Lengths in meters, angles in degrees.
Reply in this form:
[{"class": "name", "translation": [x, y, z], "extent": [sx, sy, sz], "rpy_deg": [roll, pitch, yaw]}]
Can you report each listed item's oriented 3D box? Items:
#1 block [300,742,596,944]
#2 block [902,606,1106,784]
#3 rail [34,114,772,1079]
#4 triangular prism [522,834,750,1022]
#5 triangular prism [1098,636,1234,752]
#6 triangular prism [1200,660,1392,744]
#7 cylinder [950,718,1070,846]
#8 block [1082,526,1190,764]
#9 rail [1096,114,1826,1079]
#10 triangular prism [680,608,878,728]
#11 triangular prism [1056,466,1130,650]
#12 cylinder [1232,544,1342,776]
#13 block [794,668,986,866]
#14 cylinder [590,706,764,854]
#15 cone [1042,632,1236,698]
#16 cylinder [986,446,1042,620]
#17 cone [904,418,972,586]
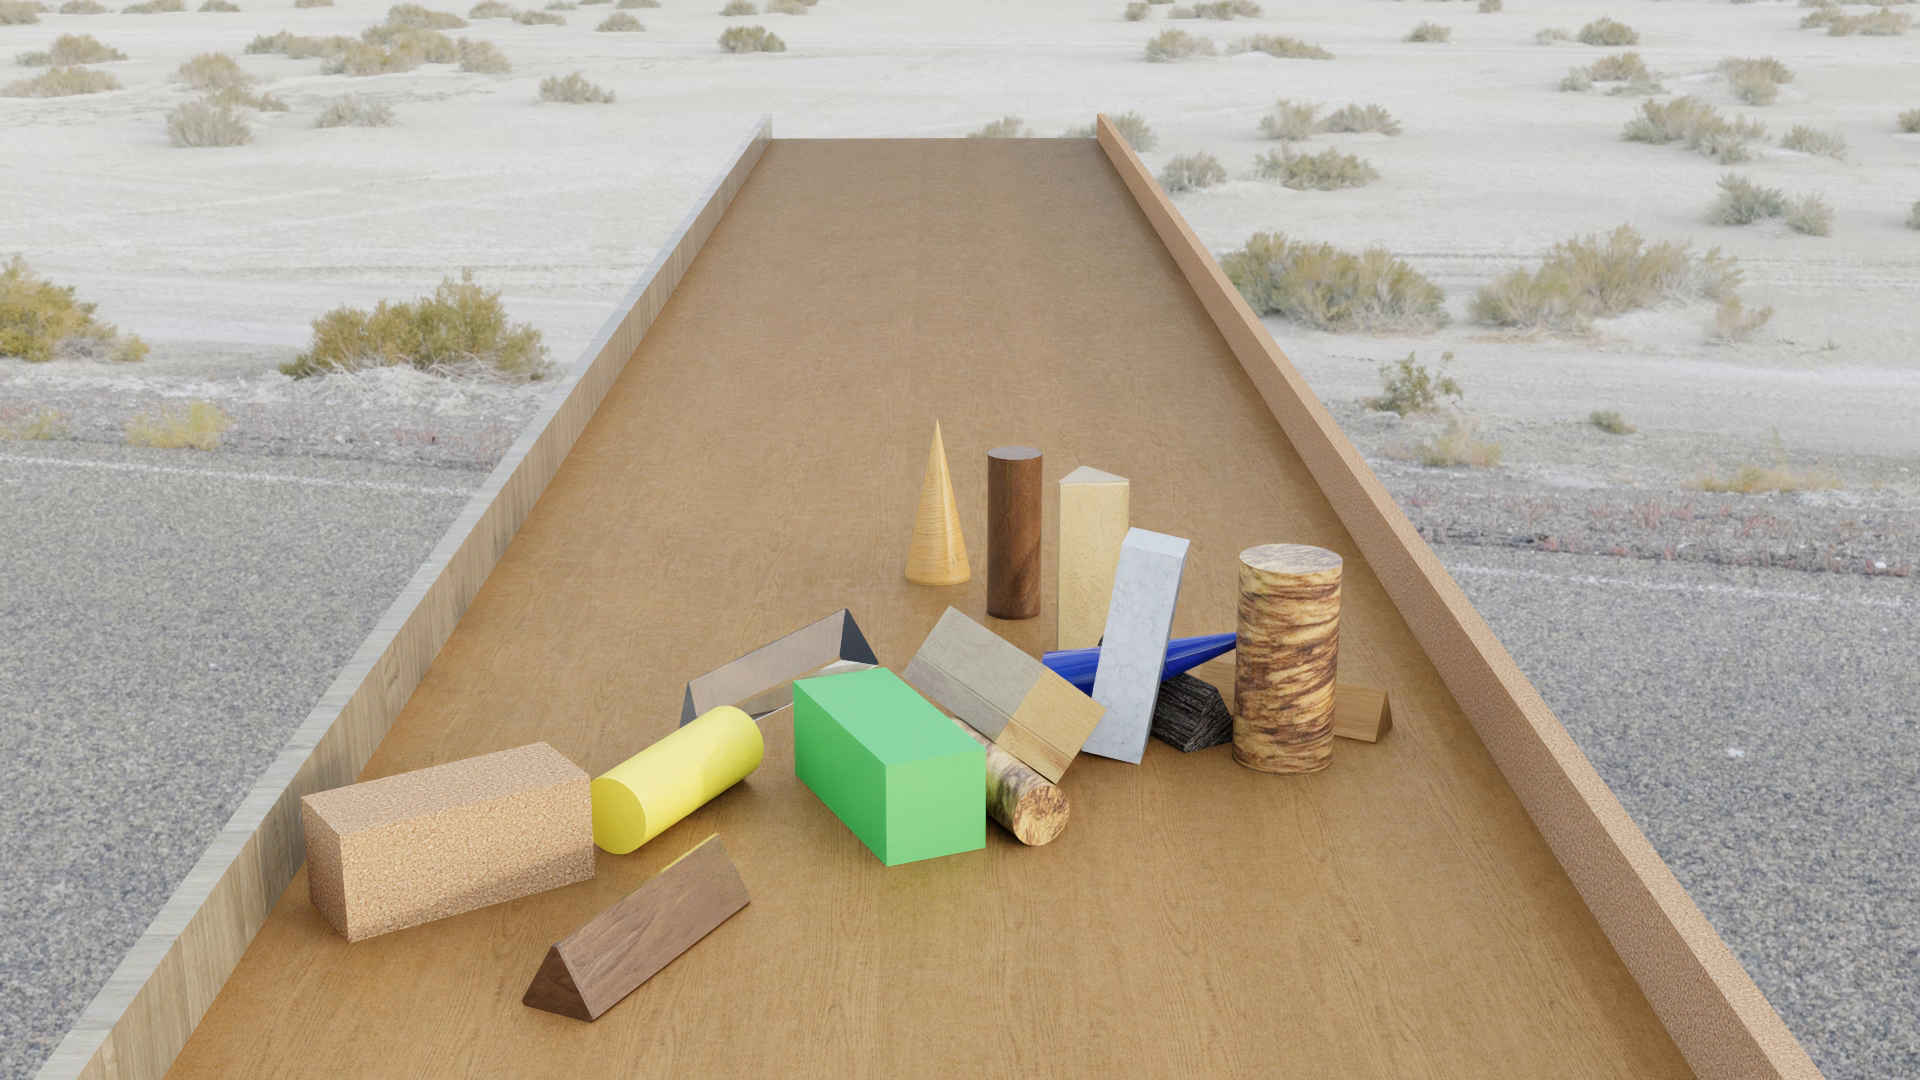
[{"class": "block", "translation": [-0.784, 0.458, 3.384], "extent": [0.396, 0.172, 0.172], "rpy_deg": [-11, 20, -33]}, {"class": "block", "translation": [0.074, 0.271, 3.929], "extent": [0.156, 0.156, 0.371], "rpy_deg": [36, -4, -31]}, {"class": "rail", "translation": [-1.118, -0.838, 7.780], "extent": [0.050, 0.150, 12.000], "rpy_deg": [0, 17, -1]}, {"class": "triangular prism", "translation": [-0.463, 0.549, 3.192], "extent": [0.118, 0.102, 0.414], "rpy_deg": [8, 18, 25]}, {"class": "triangular prism", "translation": [0.366, 0.276, 4.093], "extent": [0.128, 0.111, 0.341], "rpy_deg": [-10, 19, -31]}, {"class": "triangular prism", "translation": [0.619, 0.290, 4.092], "extent": [0.357, 0.086, 0.099], "rpy_deg": [9, 19, 28]}, {"class": "cylinder", "translation": [0.055, 0.402, 3.695], "extent": [0.104, 0.104, 0.340], "rpy_deg": [-8, 18, -25]}, {"class": "block", "translation": [0.310, 0.187, 3.884], "extent": [0.107, 0.393, 0.107], "rpy_deg": [13, 19, 9]}, {"class": "rail", "translation": [0.932, -0.844, 7.801], "extent": [0.050, 0.150, 12.000], "rpy_deg": [0, 17, -1]}, {"class": "triangular prism", "translation": [-0.334, 0.234, 3.905], "extent": [0.369, 0.100, 0.115], "rpy_deg": [-25, -21, 27]}, {"class": "triangular prism", "translation": [0.254, 0.051, 4.390], "extent": [0.139, 0.380, 0.120], "rpy_deg": [-2, 17, -7]}, {"class": "cylinder", "translation": [0.575, 0.210, 3.871], "extent": [0.178, 0.371, 0.178], "rpy_deg": [0, 17, 0]}, {"class": "block", "translation": [-0.124, 0.371, 3.678], "extent": [0.172, 0.172, 0.418], "rpy_deg": [-7, 18, -23]}, {"class": "cylinder", "translation": [-0.477, 0.396, 3.668], "extent": [0.130, 0.130, 0.358], "rpy_deg": [8, 18, 25]}, {"class": "cone", "translation": [0.377, 0.216, 4.007], "extent": [0.431, 0.143, 0.143], "rpy_deg": [-17, 12, 16]}, {"class": "cylinder", "translation": [0.115, -0.015, 4.662], "extent": [0.116, 0.351, 0.116], "rpy_deg": [0, 17, 0]}, {"class": "cone", "translation": [-0.050, -0.095, 4.908], "extent": [0.152, 0.365, 0.152], "rpy_deg": [0, 17, 0]}]
